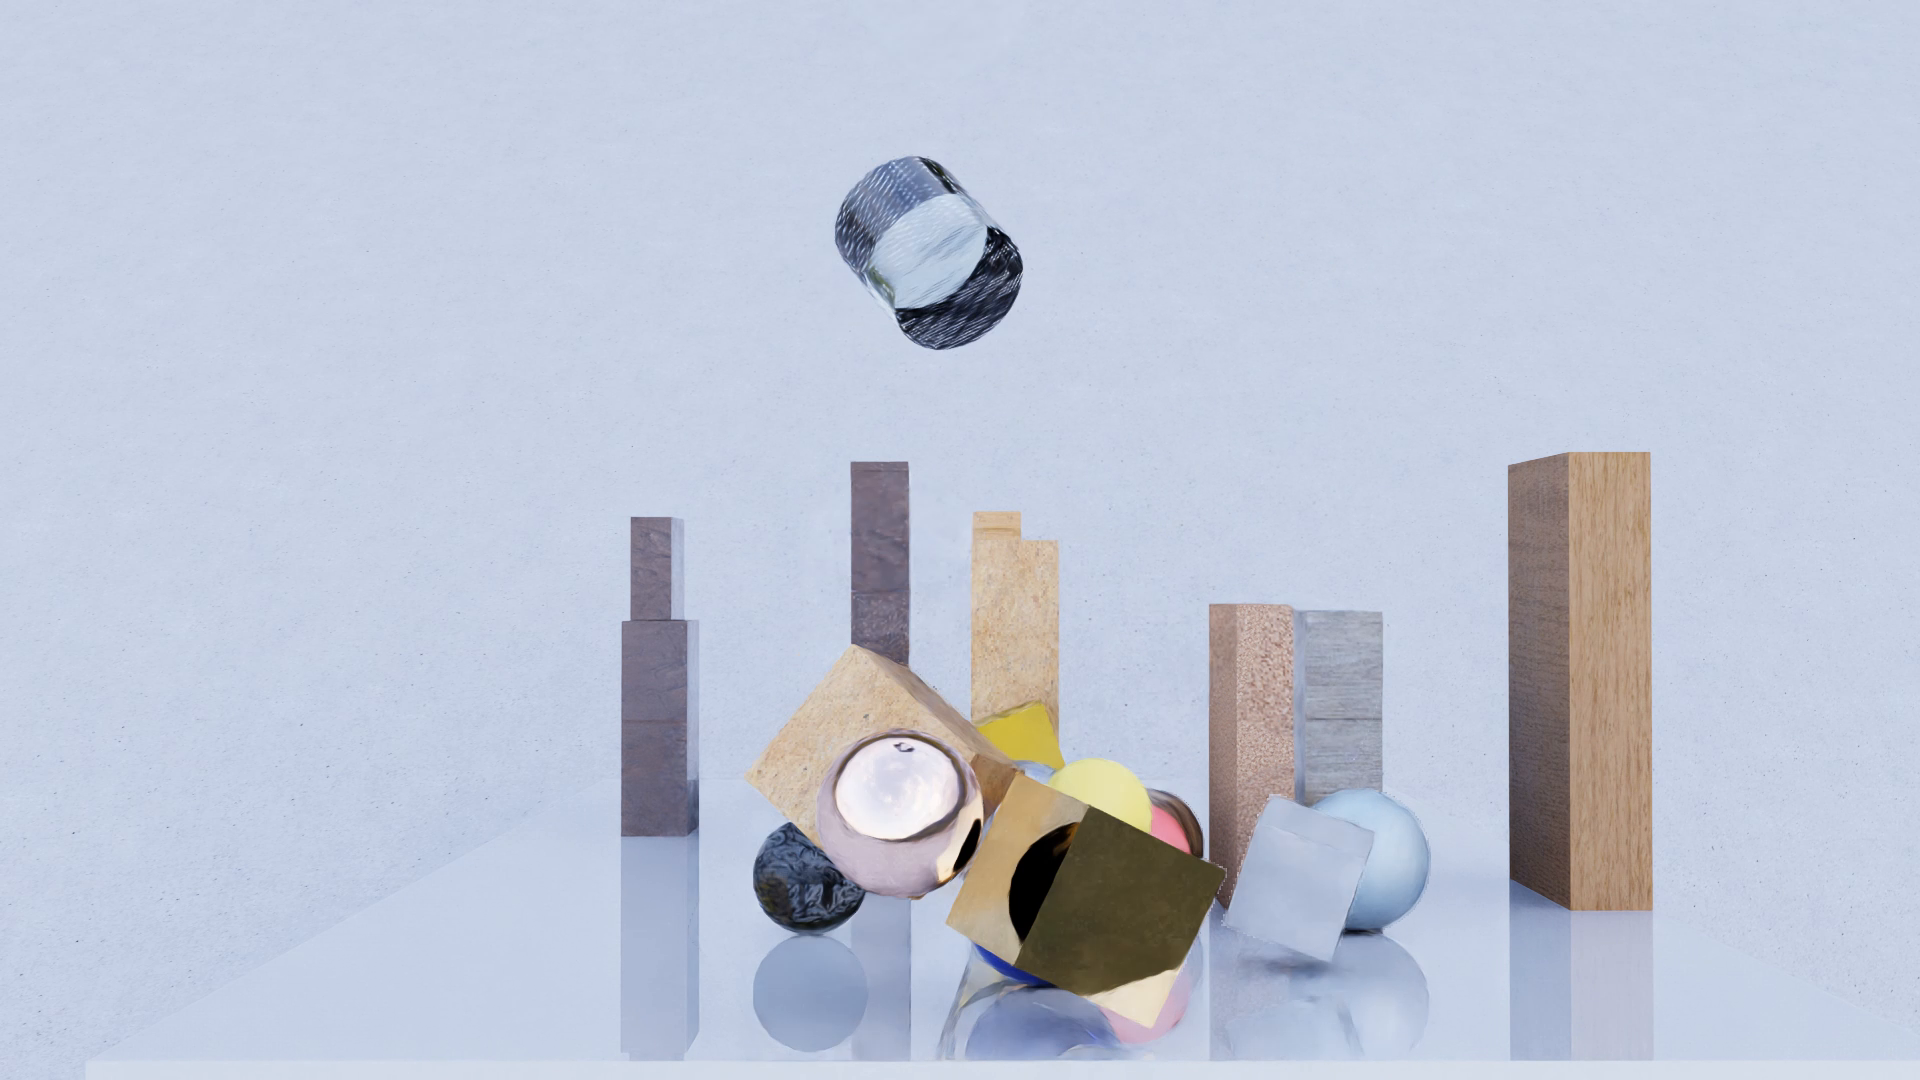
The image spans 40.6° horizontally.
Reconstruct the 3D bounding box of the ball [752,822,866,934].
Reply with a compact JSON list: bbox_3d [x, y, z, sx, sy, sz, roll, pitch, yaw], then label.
[{"bbox_3d":[-0.216,0.486,3.749,0.168,0.168,0.168,0,33,0],"label":"ball"}]

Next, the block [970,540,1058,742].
[{"bbox_3d":[0.091,0.292,4.424,0.143,0.579,0.311,0,-1,0],"label":"block"}]

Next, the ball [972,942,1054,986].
[{"bbox_3d":[0.104,0.461,3.269,0.201,0.201,0.201,0,33,0],"label":"ball"}]

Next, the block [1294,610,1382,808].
[{"bbox_3d":[0.643,0.353,4.537,0.129,0.460,0.394,0,-1,0],"label":"block"}]

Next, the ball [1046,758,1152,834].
[{"bbox_3d":[0.164,0.337,3.168,0.141,0.141,0.141,0,33,0],"label":"ball"}]

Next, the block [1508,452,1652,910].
[{"bbox_3d":[1.009,0.222,4.246,0.127,0.711,0.447,0,-1,0],"label":"block"}]

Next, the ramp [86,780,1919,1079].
[{"bbox_3d":[0.073,0.637,4.746,2.000,0.100,4.000,0,-1,0],"label":"ramp"}]

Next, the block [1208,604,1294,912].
[{"bbox_3d":[0.455,0.338,4.075,0.085,0.474,0.431,0,-1,0],"label":"block"}]

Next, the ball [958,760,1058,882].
[{"bbox_3d":[0.083,0.413,3.658,0.207,0.207,0.207,0,33,0],"label":"ball"}]

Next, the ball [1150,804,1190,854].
[{"bbox_3d":[0.261,0.477,3.883,0.169,0.169,0.169,0,33,0],"label":"ball"}]

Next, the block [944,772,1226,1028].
[{"bbox_3d":[0.139,0.405,2.930,0.192,0.192,0.192,28,-5,-23],"label":"block"}]

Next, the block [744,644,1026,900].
[{"bbox_3d":[-0.090,0.288,3.187,0.210,0.210,0.210,40,3,21],"label":"block"}]

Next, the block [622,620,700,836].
[{"bbox_3d":[-0.614,0.381,5.330,0.133,0.432,0.244,0,-1,0],"label":"block"}]

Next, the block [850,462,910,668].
[{"bbox_3d":[-0.166,0.220,5.503,0.119,0.761,0.300,0,-1,0],"label":"block"}]

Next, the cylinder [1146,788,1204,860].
[{"bbox_3d":[0.270,0.487,4.086,0.177,0.177,0.177,17,6,24],"label":"cylinder"}]

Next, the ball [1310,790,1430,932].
[{"bbox_3d":[0.581,0.467,3.785,0.206,0.206,0.206,0,33,0],"label":"ball"}]

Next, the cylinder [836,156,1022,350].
[{"bbox_3d":[-0.037,-0.334,3.014,0.164,0.164,0.164,-15,42,-22],"label":"cylinder"}]

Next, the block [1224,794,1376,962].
[{"bbox_3d":[0.449,0.444,3.413,0.146,0.146,0.146,19,12,11],"label":"block"}]

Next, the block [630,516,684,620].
[{"bbox_3d":[-0.688,0.279,5.903,0.092,0.657,0.271,0,-1,0],"label":"block"}]

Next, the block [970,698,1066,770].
[{"bbox_3d":[0.077,0.375,4.176,0.181,0.181,0.181,-20,-1,0],"label":"block"}]

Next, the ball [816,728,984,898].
[{"bbox_3d":[-0.066,0.303,2.882,0.187,0.187,0.187,0,33,0],"label":"ball"}]

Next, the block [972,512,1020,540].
[{"bbox_3d":[0.066,0.271,4.794,0.084,0.635,0.444,0,-1,0],"label":"block"}]
